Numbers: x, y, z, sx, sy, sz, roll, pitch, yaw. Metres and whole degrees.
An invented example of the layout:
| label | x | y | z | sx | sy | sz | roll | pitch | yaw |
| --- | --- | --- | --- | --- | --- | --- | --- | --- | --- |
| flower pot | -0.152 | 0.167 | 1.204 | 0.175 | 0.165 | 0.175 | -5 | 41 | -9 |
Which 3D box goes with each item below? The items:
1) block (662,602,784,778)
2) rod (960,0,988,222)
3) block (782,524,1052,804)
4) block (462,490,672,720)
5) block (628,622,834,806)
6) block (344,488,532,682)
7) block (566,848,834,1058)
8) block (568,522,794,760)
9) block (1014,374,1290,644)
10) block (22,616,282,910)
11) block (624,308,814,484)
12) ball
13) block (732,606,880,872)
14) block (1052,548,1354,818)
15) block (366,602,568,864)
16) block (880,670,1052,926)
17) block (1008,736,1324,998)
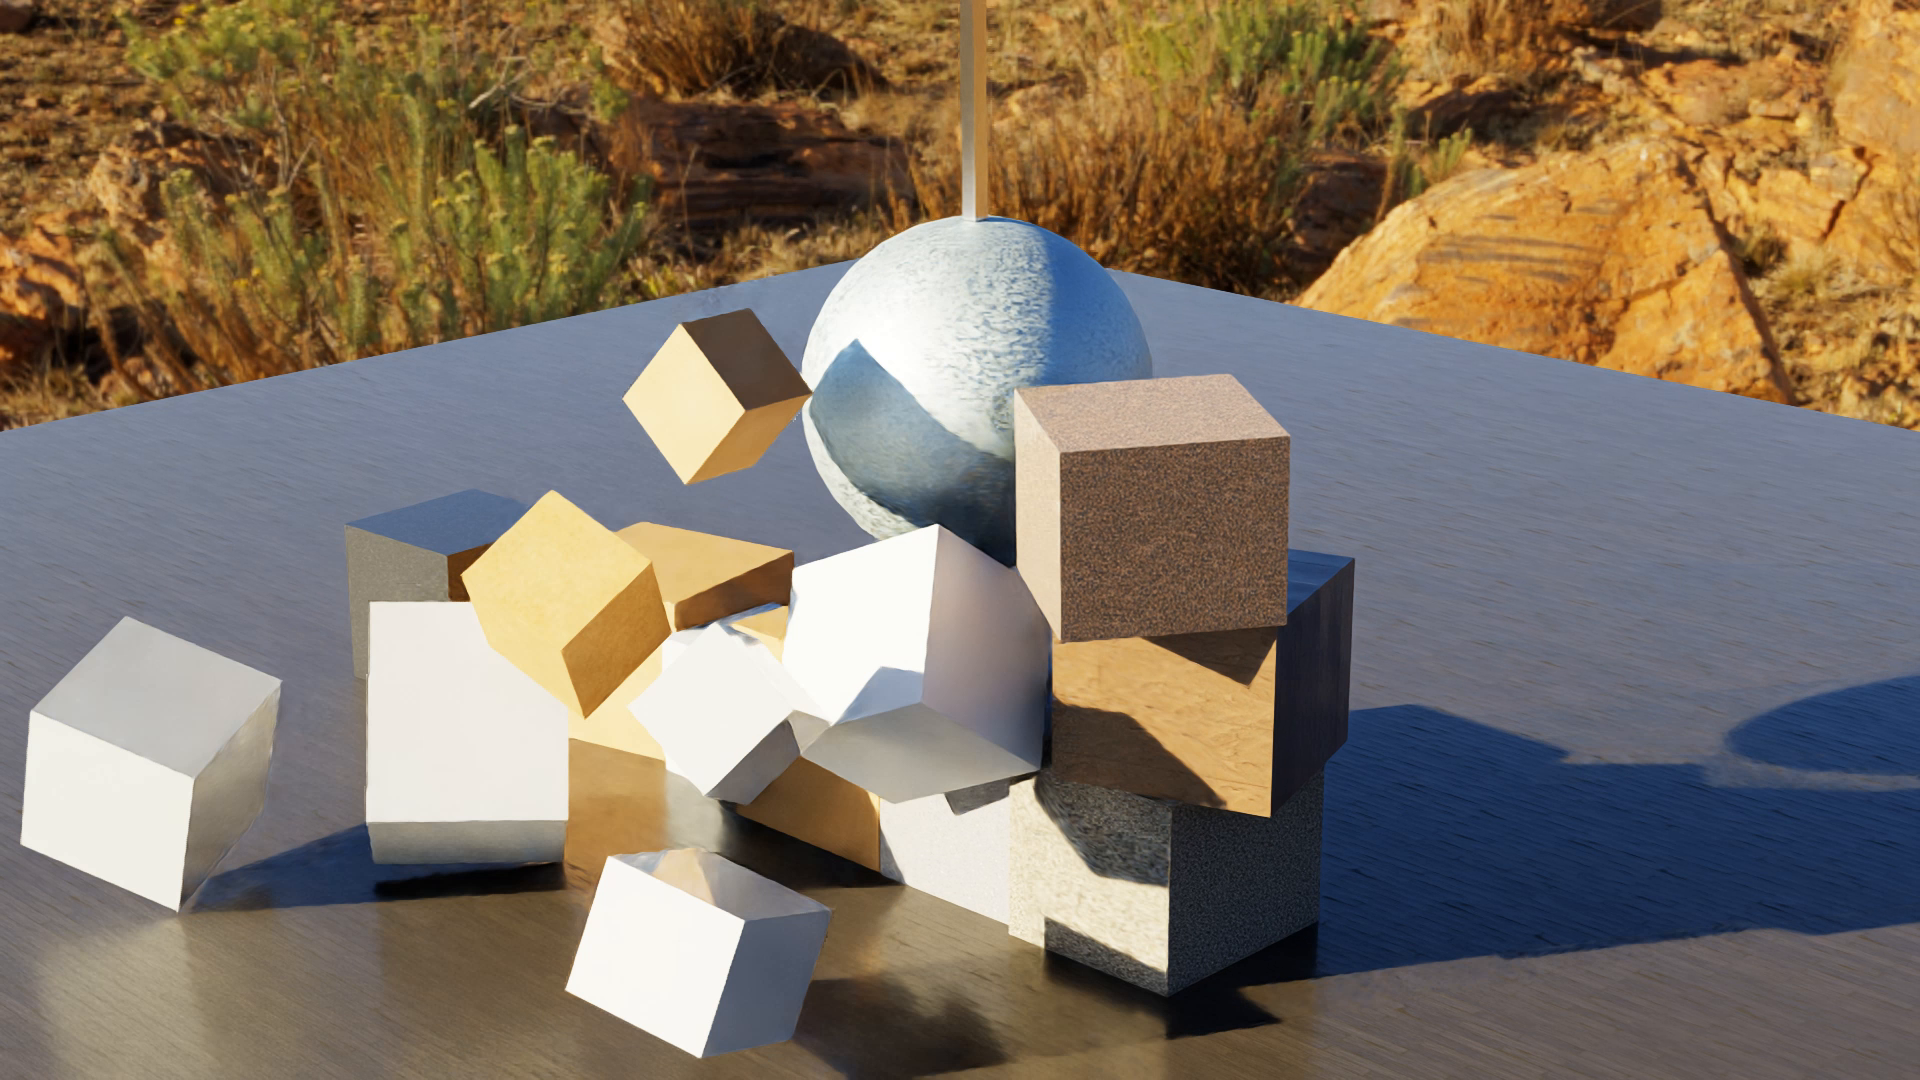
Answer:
| label | x | y | z | sx | sy | sz | roll | pitch | yaw |
| --- | --- | --- | --- | --- | --- | --- | --- | --- | --- |
| block | -0.973 | 0.805 | 14.608 | 0.682 | 0.705 | 0.737 | 16 | 24 | 42 |
| rod | 0.034 | -3.891 | 12.154 | 0.080 | 5.200 | 0.080 | 17 | 25 | 42 |
| block | -0.191 | 0.549 | 12.600 | 0.823 | 0.820 | 0.791 | -17 | -34 | 37 |
| block | -1.696 | 0.280 | 12.704 | 0.595 | 0.610 | 0.554 | 35 | 67 | 22 |
| block | -0.907 | 0.696 | 11.654 | 0.478 | 0.487 | 0.552 | 47 | 4 | 16 |
| block | -2.688 | 0.311 | 15.908 | 0.853 | 0.868 | 0.889 | 15 | 23 | 39 |
| block | -1.034 | 1.634 | 11.711 | 0.673 | 0.569 | 0.683 | 21 | 7 | 27 |
| block | -1.562 | 0.514 | 15.287 | 0.996 | 0.853 | 1.016 | 11 | 20 | 31 |
| block | 0.760 | -0.143 | 11.844 | 0.915 | 0.785 | 0.888 | -4 | 20 | -9 |
| block | -3.627 | 0.998 | 13.160 | 0.786 | 0.805 | 0.773 | 22 | 36 | 6 |
| block | -1.024 | -0.610 | 12.400 | 0.438 | 0.496 | 0.475 | -19 | 67 | -51 |
| ball | 0.078 | -0.661 | 13.216 | 1.600 | 1.600 | 1.600 | 0 | 17 | 0 |
| block | -0.382 | 0.856 | 14.000 | 0.993 | 0.973 | 0.975 | 16 | 24 | 42 |
| block | 1.032 | 0.537 | 12.386 | 0.973 | 0.830 | 0.960 | 8 | 19 | 25 |
| block | -2.223 | 0.882 | 13.284 | 0.861 | 0.996 | 0.858 | 0 | -18 | -9 |
| block | 0.252 | 1.133 | 13.373 | 0.847 | 0.819 | 0.900 | 16 | 23 | 41 |
| block | 0.901 | 1.296 | 12.787 | 0.898 | 0.859 | 1.048 | 16 | 23 | 41 |
